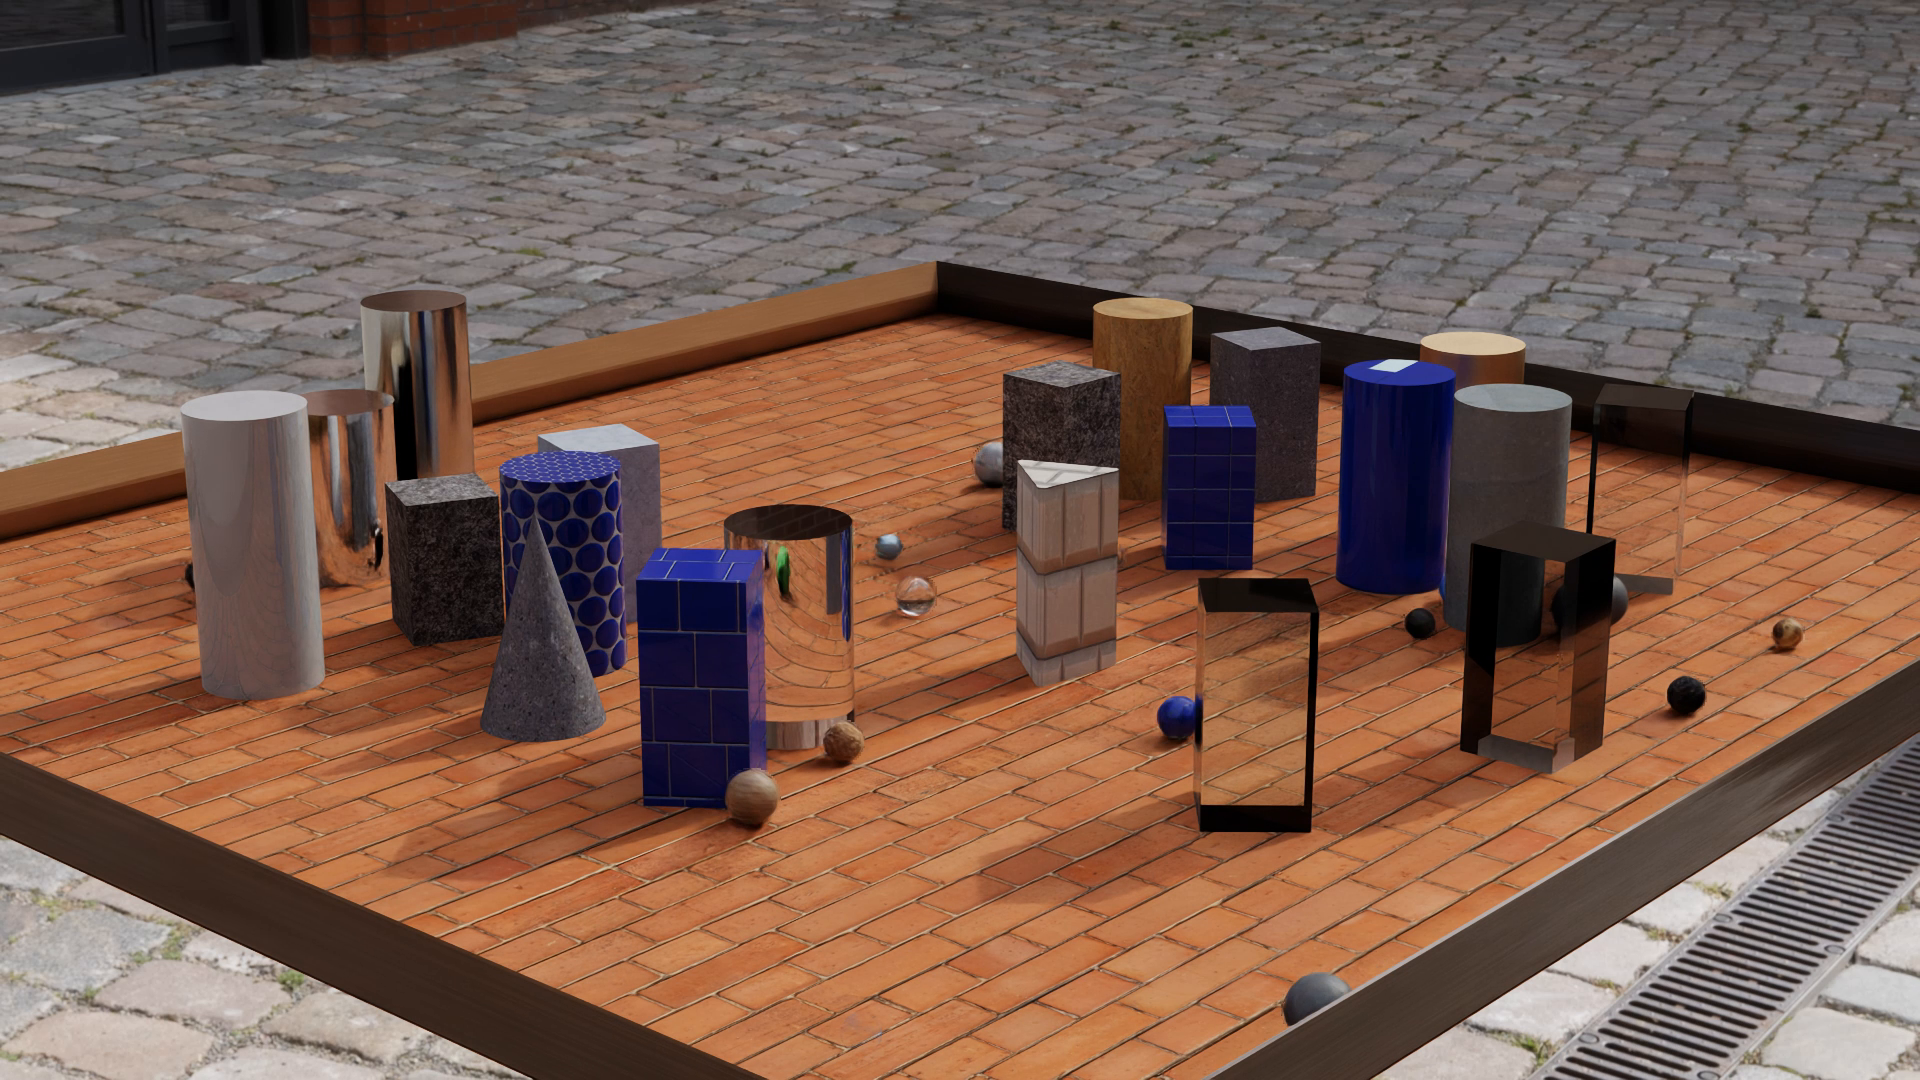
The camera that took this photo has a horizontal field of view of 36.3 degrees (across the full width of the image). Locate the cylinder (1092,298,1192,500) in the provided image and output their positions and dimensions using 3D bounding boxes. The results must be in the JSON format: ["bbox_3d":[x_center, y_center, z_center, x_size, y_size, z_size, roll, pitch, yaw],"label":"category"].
[{"bbox_3d":[0.355,-0.277,5.740,0.194,0.361,0.194,0,17,0],"label":"cylinder"}]

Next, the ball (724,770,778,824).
[{"bbox_3d":[-0.292,0.361,4.118,0.076,0.076,0.076,0,17,0],"label":"ball"}]

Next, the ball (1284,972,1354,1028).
[{"bbox_3d":[0.426,0.554,3.458,0.088,0.088,0.088,0,17,0],"label":"ball"}]

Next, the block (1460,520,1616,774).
[{"bbox_3d":[0.859,0.157,4.362,0.155,0.325,0.155,13,21,38],"label":"block"}]

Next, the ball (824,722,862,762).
[{"bbox_3d":[-0.174,0.300,4.354,0.058,0.058,0.058,0,17,0],"label":"ball"}]

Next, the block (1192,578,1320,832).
[{"bbox_3d":[0.414,0.231,4.121,0.155,0.323,0.155,0,17,1],"label":"block"}]

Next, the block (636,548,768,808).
[{"bbox_3d":[-0.368,0.197,4.207,0.155,0.338,0.155,1,17,5],"label":"block"}]

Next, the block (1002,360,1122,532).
[{"bbox_3d":[0.189,-0.165,5.475,0.155,0.299,0.155,16,23,43],"label":"block"}]

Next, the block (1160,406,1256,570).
[{"bbox_3d":[0.448,-0.096,5.304,0.155,0.265,0.155,0,17,0],"label":"block"}]

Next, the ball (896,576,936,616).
[{"bbox_3d":[-0.076,0.095,5.012,0.069,0.069,0.069,0,17,0],"label":"ball"}]

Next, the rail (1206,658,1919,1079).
[{"bbox_3d":[1.161,0.323,4.156,0.045,0.126,3.415,14,22,39],"label":"rail"}]

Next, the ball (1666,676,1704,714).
[{"bbox_3d":[1.126,0.240,4.550,0.057,0.057,0.057,0,17,0],"label":"ball"}]

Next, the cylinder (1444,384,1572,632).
[{"bbox_3d":[0.921,-0.050,4.938,0.194,0.390,0.194,0,17,0],"label":"cylinder"}]

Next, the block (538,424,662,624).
[{"bbox_3d":[-0.611,-0.023,4.993,0.155,0.307,0.155,-10,19,-29],"label":"block"}]

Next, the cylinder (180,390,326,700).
[{"bbox_3d":[-1.117,0.007,4.639,0.194,0.453,0.194,0,17,0],"label":"cylinder"}]

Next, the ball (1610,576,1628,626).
[{"bbox_3d":[1.077,0.101,4.945,0.097,0.097,0.097,0,17,0],"label":"ball"}]

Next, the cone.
[{"bbox_3d":[-0.643,0.116,4.477,0.194,0.338,0.194,0,17,0],"label":"cone"}]

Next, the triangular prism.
[{"bbox_3d":[0.143,0.045,4.728,0.168,0.330,0.145,-14,22,-39],"label":"triangular prism"}]

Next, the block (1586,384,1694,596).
[{"bbox_3d":[1.196,-0.091,5.171,0.155,0.333,0.155,6,18,18],"label":"block"}]

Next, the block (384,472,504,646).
[{"bbox_3d":[-0.865,0.031,4.923,0.155,0.242,0.155,-7,18,-22],"label":"block"}]

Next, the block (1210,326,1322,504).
[{"bbox_3d":[0.592,-0.244,5.724,0.155,0.307,0.155,-8,18,-24],"label":"block"}]

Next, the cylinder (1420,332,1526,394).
[{"bbox_3d":[0.956,-0.201,5.511,0.194,0.347,0.194,0,17,0],"label":"cylinder"}]

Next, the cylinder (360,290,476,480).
[{"bbox_3d":[-1.007,-0.234,5.468,0.194,0.434,0.194,0,17,0],"label":"cylinder"}]

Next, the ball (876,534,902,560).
[{"bbox_3d":[-0.129,0.012,5.322,0.048,0.048,0.048,0,17,0],"label":"ball"}]

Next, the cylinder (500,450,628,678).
[{"bbox_3d":[-0.640,0.040,4.742,0.194,0.330,0.194,0,17,0],"label":"cylinder"}]

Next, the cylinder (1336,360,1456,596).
[{"bbox_3d":[0.766,-0.112,5.164,0.194,0.377,0.194,0,17,0],"label":"cylinder"}]

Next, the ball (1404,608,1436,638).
[{"bbox_3d":[0.768,0.139,4.896,0.051,0.051,0.051,0,17,0],"label":"ball"}]

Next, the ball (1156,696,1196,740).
[{"bbox_3d":[0.331,0.269,4.441,0.066,0.066,0.066,0,17,0],"label":"ball"}]

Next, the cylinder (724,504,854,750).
[{"bbox_3d":[-0.258,0.130,4.447,0.194,0.328,0.194,0,17,0],"label":"cylinder"}]

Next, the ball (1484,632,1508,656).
[{"bbox_3d":[0.880,0.171,4.811,0.041,0.041,0.041,0,17,0],"label":"ball"}]

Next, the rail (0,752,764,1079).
[{"bbox_3d":[-1.104,0.399,3.903,3.122,0.126,0.045,14,22,39],"label":"rail"}]

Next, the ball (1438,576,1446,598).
[{"bbox_3d":[0.855,0.083,5.084,0.050,0.050,0.050,0,17,0],"label":"ball"}]

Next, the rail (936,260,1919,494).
[{"bbox_3d":[1.104,-0.336,6.338,3.122,0.126,0.045,14,22,39],"label":"rail"}]

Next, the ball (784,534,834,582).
[{"bbox_3d":[-0.267,0.032,5.188,0.087,0.087,0.087,0,17,0],"label":"ball"}]

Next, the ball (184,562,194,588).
[{"bbox_3d":[-1.335,0.062,5.151,0.053,0.053,0.053,0,17,0],"label":"ball"}]

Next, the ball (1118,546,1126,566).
[{"bbox_3d":[0.278,0.030,5.278,0.040,0.040,0.040,0,17,0],"label":"ball"}]

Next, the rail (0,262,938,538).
[{"bbox_3d":[-1.161,-0.260,6.085,0.045,0.126,3.415,14,22,39],"label":"rail"}]

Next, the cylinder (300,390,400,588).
[{"bbox_3d":[-1.096,-0.094,5.218,0.194,0.312,0.194,0,17,0],"label":"cylinder"}]

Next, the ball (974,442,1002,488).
[{"bbox_3d":[0.072,-0.148,5.783,0.090,0.090,0.090,0,17,0],"label":"ball"}]

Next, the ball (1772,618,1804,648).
[{"bbox_3d":[1.368,0.155,4.847,0.050,0.050,0.050,0,17,0],"label":"ball"}]
